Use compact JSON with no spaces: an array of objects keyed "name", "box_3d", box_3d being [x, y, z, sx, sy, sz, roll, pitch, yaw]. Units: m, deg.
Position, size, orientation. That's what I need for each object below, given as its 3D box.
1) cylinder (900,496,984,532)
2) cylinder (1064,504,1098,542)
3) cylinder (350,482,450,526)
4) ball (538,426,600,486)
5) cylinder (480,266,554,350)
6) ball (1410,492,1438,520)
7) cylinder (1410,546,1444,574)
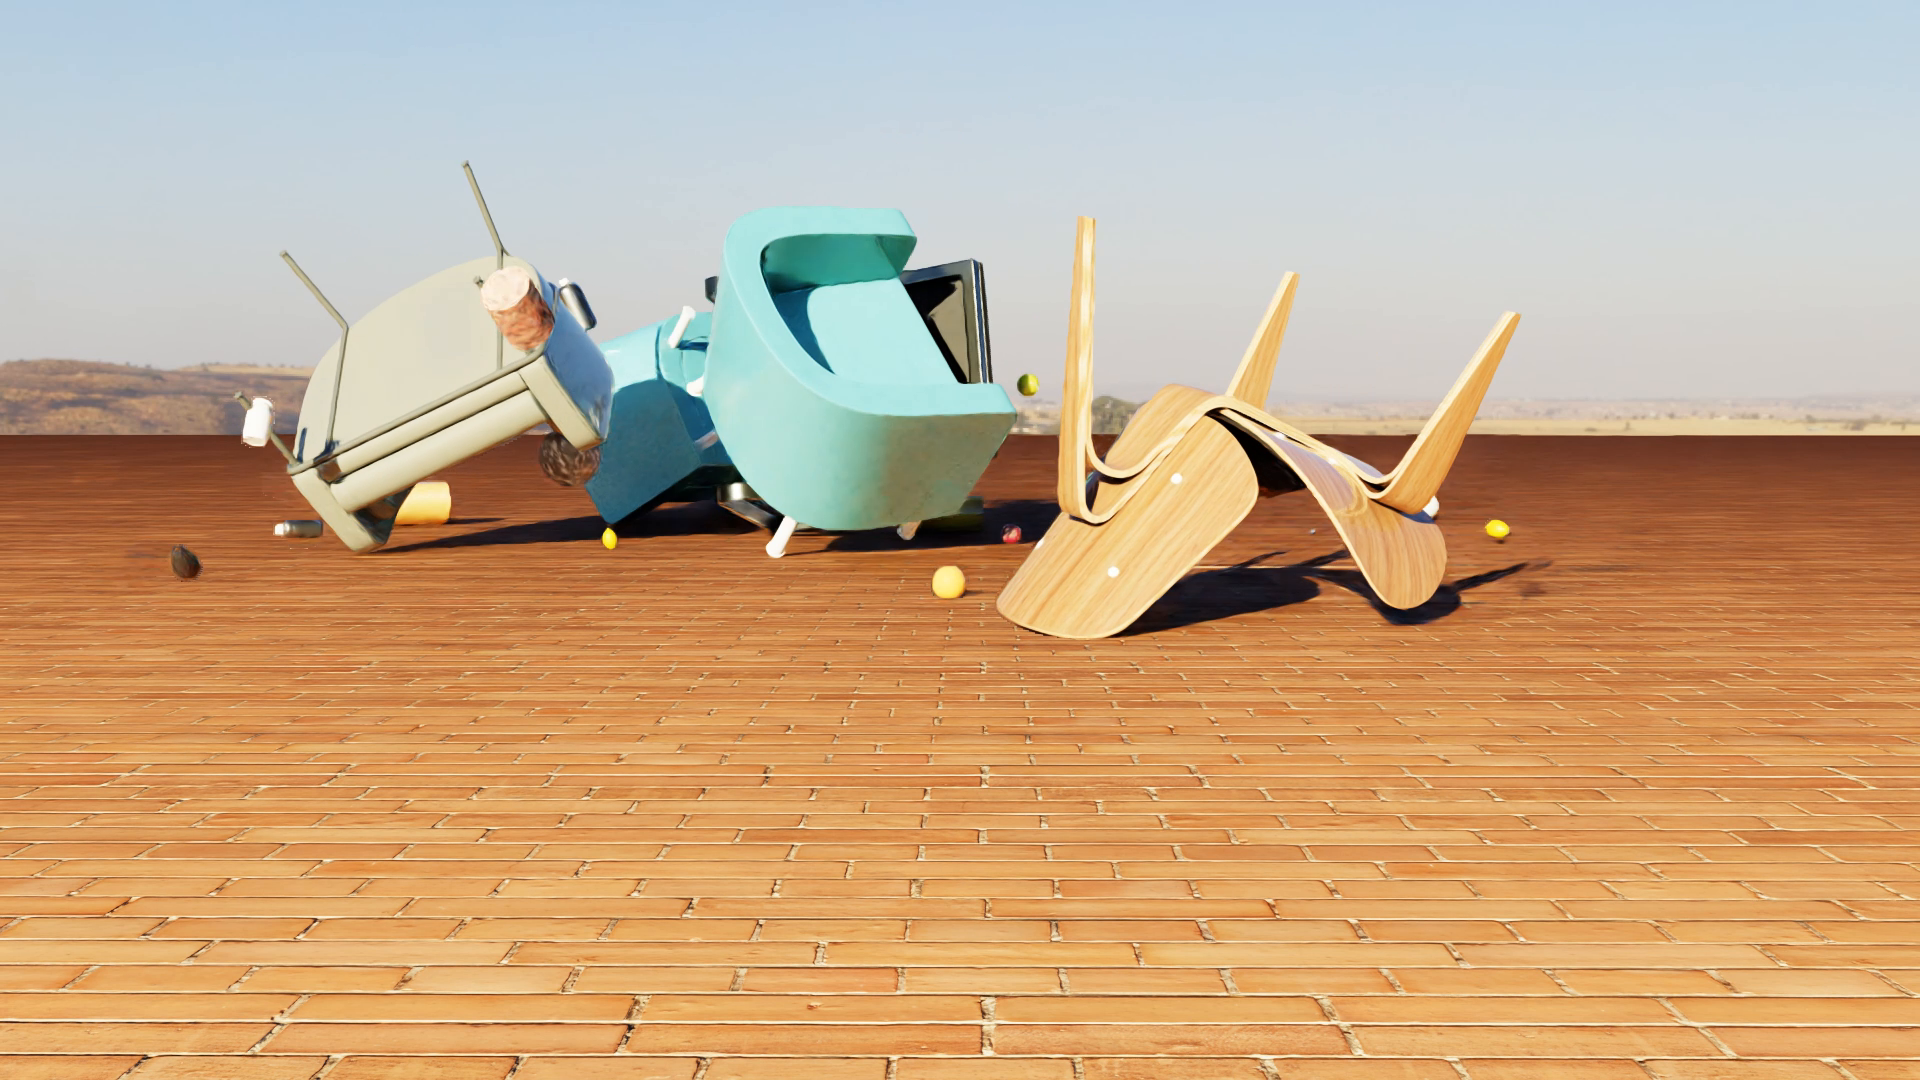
[{"name":"cylinder","box_3d":[-0.058,-0.080,6.892,0.256,0.113,0.116,0,19,-5]},{"name":"cylinder","box_3d":[0.351,-0.048,6.419,0.073,0.096,0.070,29,48,27]},{"name":"cylinder","box_3d":[-1.843,-0.118,7.244,0.290,0.133,0.173,-2,-18,-26]},{"name":"ball","box_3d":[-1.166,-0.251,6.576,0.182,0.182,0.182,0,4,0]},{"name":"cylinder","box_3d":[-1.064,-0.557,5.293,0.120,0.131,0.164,16,-24,21]},{"name":"ball","box_3d":[1.592,-0.118,7.545,0.099,0.099,0.099,0,4,0]},{"name":"cylinder","box_3d":[1.142,0.049,5.368,0.051,0.068,0.077,-44,-20,28]}]
